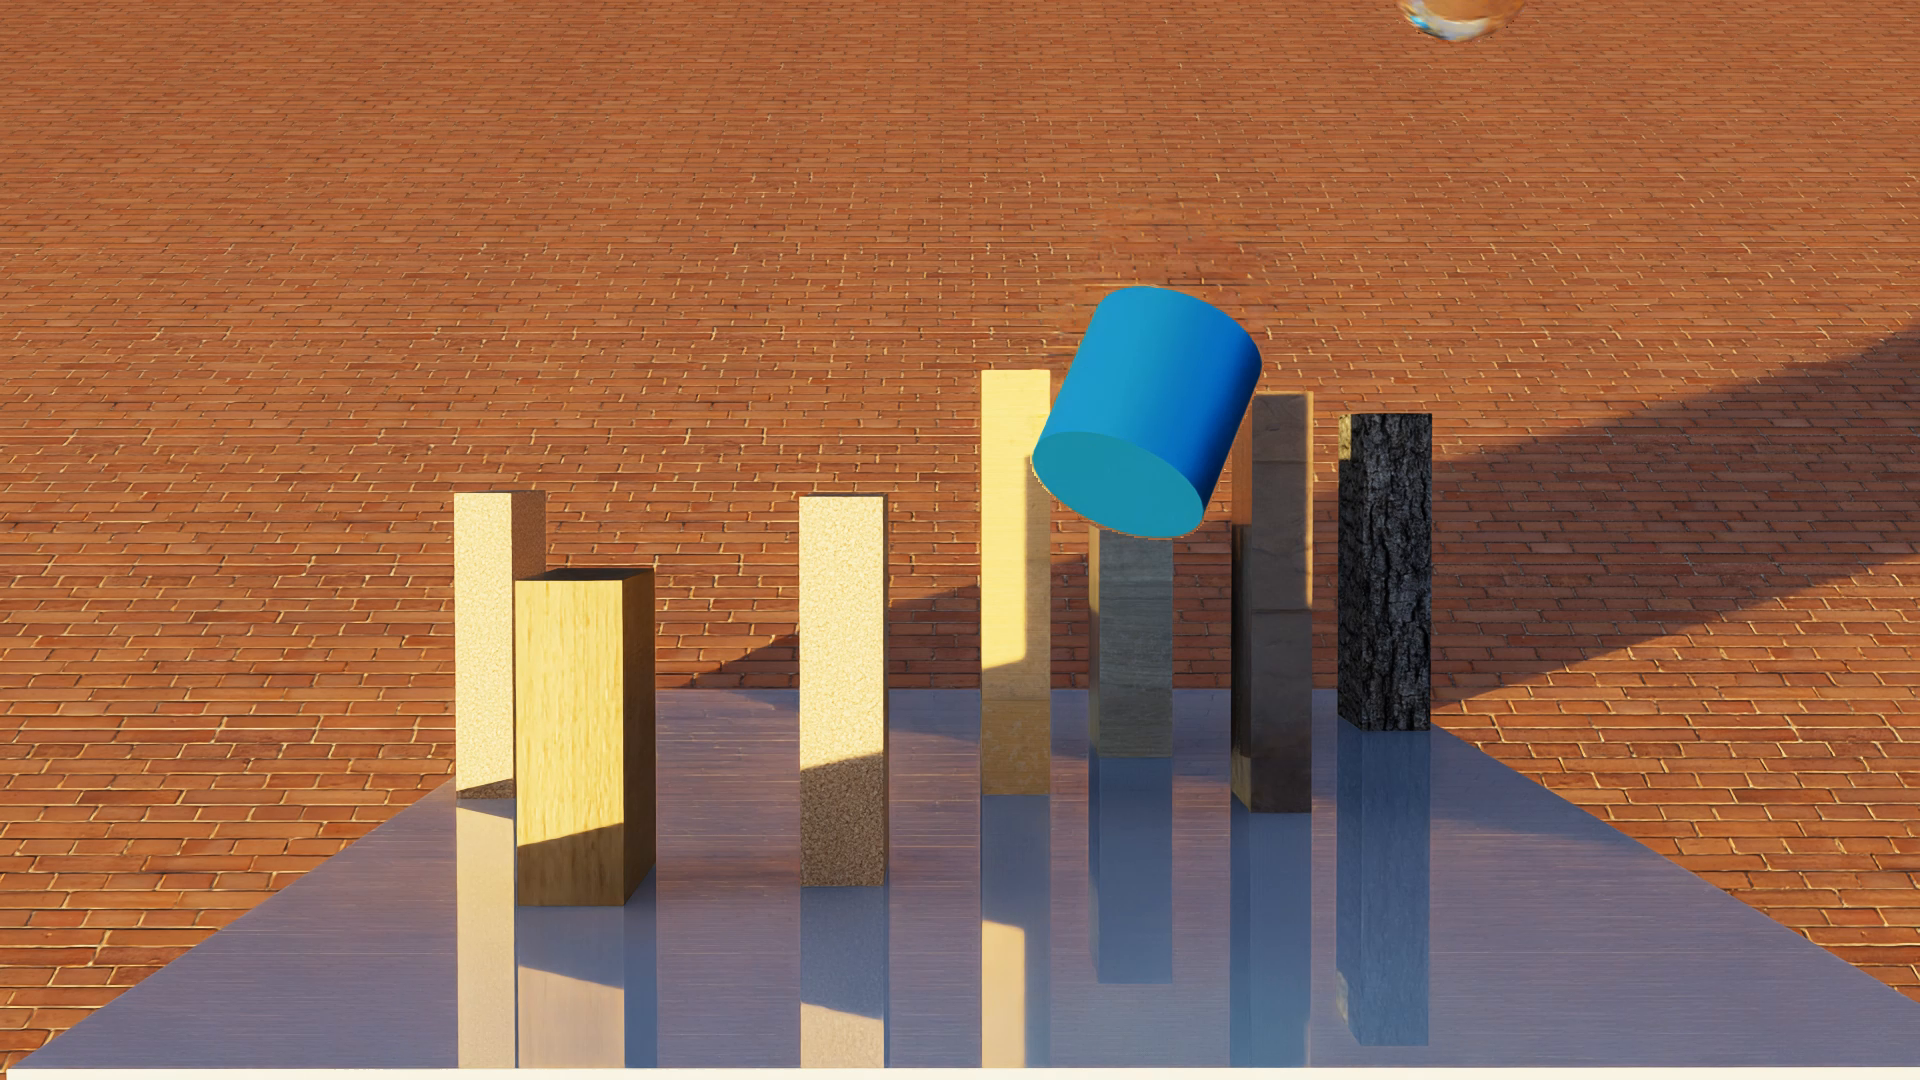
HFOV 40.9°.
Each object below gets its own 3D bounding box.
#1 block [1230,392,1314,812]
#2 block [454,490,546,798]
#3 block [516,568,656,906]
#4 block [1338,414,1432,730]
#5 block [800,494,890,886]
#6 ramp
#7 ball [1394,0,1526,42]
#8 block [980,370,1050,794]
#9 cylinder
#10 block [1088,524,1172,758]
[{"bbox_3d":[0.539,0.099,4.474,0.102,0.707,0.316,0,2,0],"label":"block"},{"bbox_3d":[-0.832,0.179,4.685,0.099,0.535,0.379,0,2,0],"label":"block"},{"bbox_3d":[-0.522,0.266,3.628,0.142,0.436,0.372,0,2,0],"label":"block"},{"bbox_3d":[0.944,0.063,5.746,0.148,0.687,0.361,0,2,0],"label":"block"},{"bbox_3d":[-0.166,0.207,3.752,0.116,0.545,0.309,0,2,0],"label":"block"},{"bbox_3d":[0.055,0.501,4.547,2.000,0.100,4.000,0,2,0],"label":"ramp"},{"bbox_3d":[0.432,-0.493,2.218,0.126,0.126,0.126,0,24,0],"label":"ball"},{"bbox_3d":[0.099,0.070,4.713,0.121,0.749,0.336,0,2,0],"label":"block"},{"bbox_3d":[0.205,-0.138,2.806,0.195,0.195,0.195,12,61,24],"label":"cylinder"},{"bbox_3d":[0.348,0.198,5.297,0.145,0.451,0.406,0,2,0],"label":"block"}]
